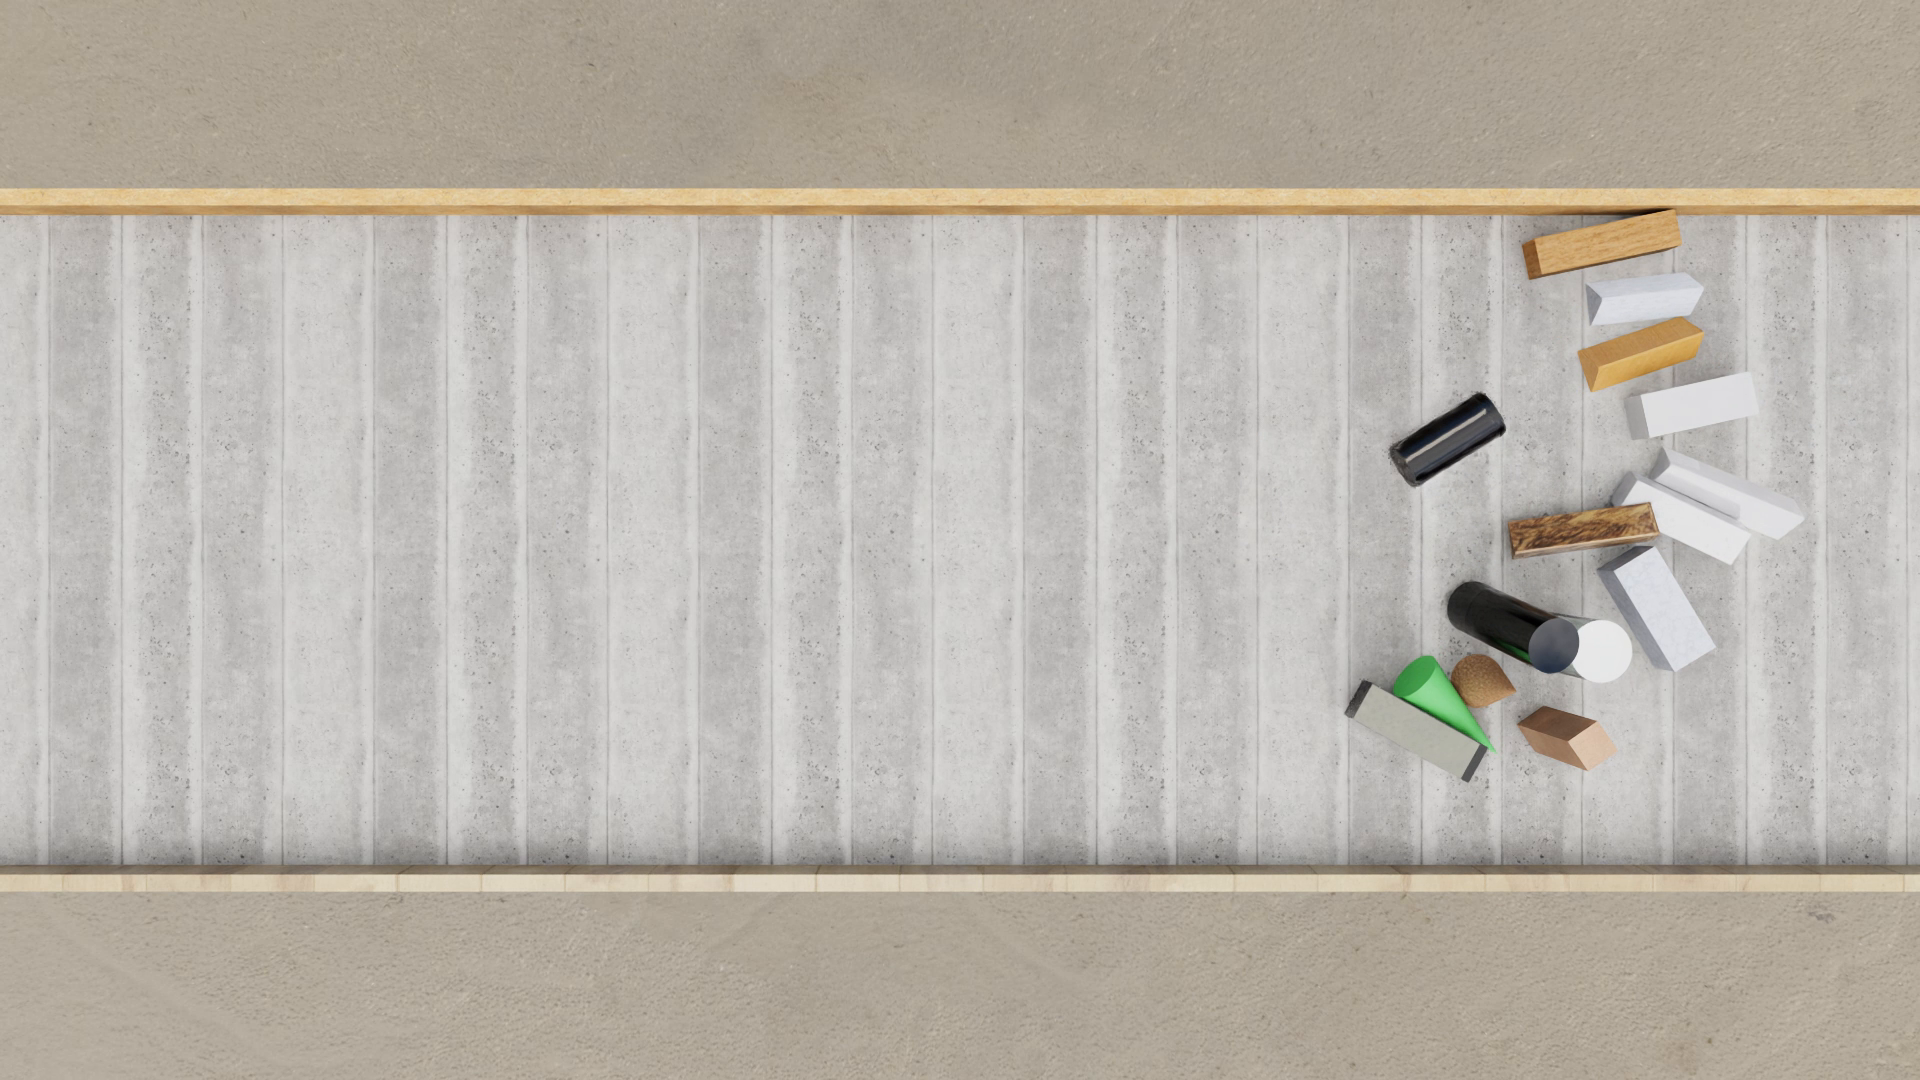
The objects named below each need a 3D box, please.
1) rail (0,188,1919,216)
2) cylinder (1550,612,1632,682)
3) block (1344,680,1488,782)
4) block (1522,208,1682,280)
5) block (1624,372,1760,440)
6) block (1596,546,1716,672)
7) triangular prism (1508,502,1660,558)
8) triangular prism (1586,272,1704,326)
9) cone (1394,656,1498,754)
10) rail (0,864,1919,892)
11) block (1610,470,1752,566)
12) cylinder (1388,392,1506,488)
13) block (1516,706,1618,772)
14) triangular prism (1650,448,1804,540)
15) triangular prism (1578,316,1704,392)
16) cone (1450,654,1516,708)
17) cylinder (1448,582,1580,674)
[{"bbox_3d":[-2.247,-1.025,5.002,12.000,0.150,0.050,0,90,0],"label":"rail"},{"bbox_3d":[1.818,0.314,4.881,0.178,0.386,0.178,0,91,-1],"label":"cylinder"},{"bbox_3d":[1.384,0.580,5.015,0.397,0.123,0.123,29,90,0],"label":"block"},{"bbox_3d":[1.953,-0.899,5.021,0.433,0.110,0.110,-12,90,0],"label":"block"},{"bbox_3d":[2.219,-0.407,5.011,0.337,0.131,0.131,-12,90,0],"label":"block"},{"bbox_3d":[2.108,0.207,5.004,0.144,0.144,0.353,-31,90,0],"label":"block"},{"bbox_3d":[1.876,-0.009,4.961,0.411,0.106,0.122,-8,109,13],"label":"triangular prism"},{"bbox_3d":[2.084,-0.740,5.017,0.307,0.114,0.131,-6,90,0],"label":"triangular prism"},{"bbox_3d":[1.517,0.538,5.036,0.385,0.164,0.164,42,90,-12],"label":"cone"},{"bbox_3d":[-2.247,1.025,5.001,12.000,0.150,0.050,0,90,0],"label":"rail"},{"bbox_3d":[2.185,-0.069,5.005,0.378,0.111,0.111,25,111,0],"label":"block"},{"bbox_3d":[1.477,-0.303,5.003,0.312,0.148,0.148,-32,90,0],"label":"cylinder"},{"bbox_3d":[1.784,0.581,4.861,0.103,0.431,0.103,-34,90,0],"label":"block"},{"bbox_3d":[2.338,-0.144,5.016,0.434,0.114,0.132,22,90,0],"label":"triangular prism"},{"bbox_3d":[2.079,-0.570,5.016,0.336,0.114,0.132,-19,90,0],"label":"triangular prism"},{"bbox_3d":[1.593,0.434,4.895,0.166,0.363,0.166,0,90,0],"label":"cone"},{"bbox_3d":[1.616,0.251,4.840,0.161,0.446,0.161,-3,103,-13],"label":"cylinder"}]
